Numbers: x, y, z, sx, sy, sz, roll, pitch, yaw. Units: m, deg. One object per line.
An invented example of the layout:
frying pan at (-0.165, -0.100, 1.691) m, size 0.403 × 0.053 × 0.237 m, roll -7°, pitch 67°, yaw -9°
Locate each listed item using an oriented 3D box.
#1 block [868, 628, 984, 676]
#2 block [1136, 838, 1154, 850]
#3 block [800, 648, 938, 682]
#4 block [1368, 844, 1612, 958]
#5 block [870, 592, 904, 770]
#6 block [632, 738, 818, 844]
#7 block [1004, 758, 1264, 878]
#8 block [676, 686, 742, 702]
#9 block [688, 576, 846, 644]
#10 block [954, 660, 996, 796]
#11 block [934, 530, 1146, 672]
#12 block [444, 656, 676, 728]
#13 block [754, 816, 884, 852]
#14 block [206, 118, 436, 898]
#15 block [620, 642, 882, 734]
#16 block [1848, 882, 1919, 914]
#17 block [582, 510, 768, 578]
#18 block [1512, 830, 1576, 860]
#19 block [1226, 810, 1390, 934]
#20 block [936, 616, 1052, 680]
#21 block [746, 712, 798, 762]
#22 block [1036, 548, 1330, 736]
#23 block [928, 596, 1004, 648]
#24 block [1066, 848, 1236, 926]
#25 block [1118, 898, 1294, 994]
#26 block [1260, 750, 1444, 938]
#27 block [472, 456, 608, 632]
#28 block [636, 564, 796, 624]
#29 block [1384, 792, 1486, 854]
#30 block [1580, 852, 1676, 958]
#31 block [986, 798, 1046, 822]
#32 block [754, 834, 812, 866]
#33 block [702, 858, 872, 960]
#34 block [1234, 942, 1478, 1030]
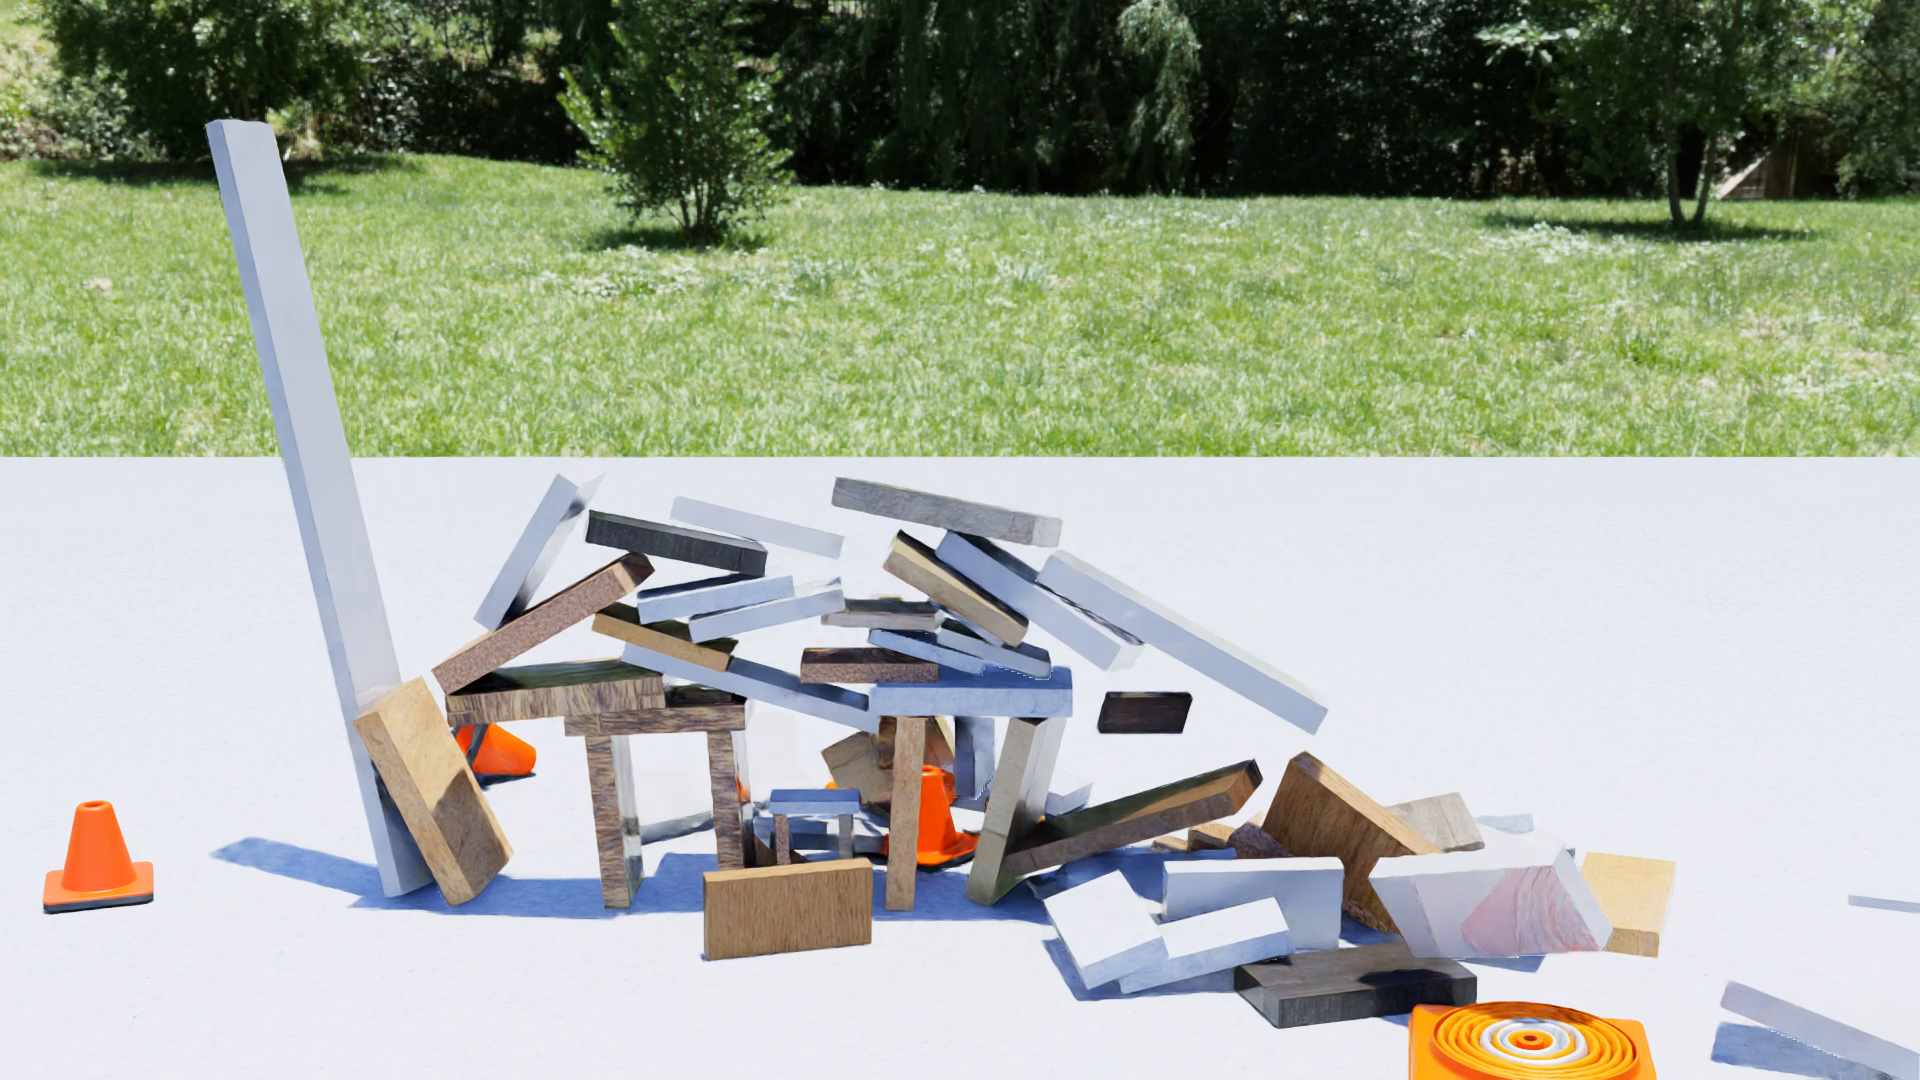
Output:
block at (-0.055, 0.171, 3.590) m, size 0.189 × 0.027 × 0.094 m, roll 16°, pitch 10°, yaw -3°
block at (0.298, 0.526, 3.930) m, size 0.107 × 0.030 × 0.214 m, roll -3°, pitch 11°, yaw -15°
block at (-0.147, 0.205, 3.601) m, size 0.223 × 0.032 × 0.112 m, roll 0°, pitch 11°, yaw -1°
block at (0.735, 0.507, 3.068) m, size 0.305 × 0.153 × 0.043 m, roll -14°, pitch 25°, yaw 46°
block at (-0.129, 0.244, 3.840) m, size 0.042 × 0.295 × 0.148 m, roll 0°, pitch 2°, yaw -9°
block at (-0.465, 0.462, 4.079) m, size 0.388 × 0.042 × 0.148 m, roll -9°, pitch 39°, yaw -39°
block at (0.277, 0.449, 3.541) m, size 0.418 × 0.039 × 0.137 m, roll -21°, pitch 7°, yaw 30°
block at (-0.406, 0.249, 3.566) m, size 0.095 × 0.014 × 0.048 m, roll 1°, pitch 4°, yaw 15°
block at (-0.308, 0.111, 3.540) m, size 0.248 × 0.035 × 0.124 m, roll -12°, pitch 9°, yaw -2°
block at (0.025, 0.307, 3.817) m, size 0.035 × 0.246 × 0.123 m, roll 5°, pitch 19°, yaw 18°
block at (0.130, 0.096, 3.532) m, size 0.337 × 0.048 × 0.169 m, roll 34°, pitch 9°, yaw 16°
block at (-0.647, 0.242, 3.585) m, size 0.347 × 0.049 × 0.174 m, roll -5°, pitch 11°, yaw -1°
block at (-0.245, 0.510, 3.812) m, size 0.205 × 0.029 × 0.103 m, roll 5°, pitch 7°, yaw -22°
block at (-1.052, -0.055, 3.663) m, size 0.035 × 1.303 × 0.123 m, roll -12°, pitch 1°, yaw 24°
block at (-0.338, 0.228, 3.587) m, size 0.428 × 0.032 × 0.112 m, roll 17°, pitch 9°, yaw -7°
block at (1.531, 0.590, 3.617) m, size 0.128 × 0.018 × 0.064 m, roll 4°, pitch 11°, yaw 22°
block at (-0.461, 0.004, 3.548) m, size 0.286 × 0.041 × 0.143 m, roll 11°, pitch 4°, yaw -12°
block at (0.827, 0.551, 3.797) m, size 0.466 × 0.030 × 0.107 m, roll -3°, pitch 11°, yaw -16°
block at (0.590, 0.540, 3.591) m, size 0.292 × 0.041 × 0.146 m, roll 23°, pitch 19°, yaw 21°
block at (0.054, 0.175, 3.596) m, size 0.189 × 0.027 × 0.094 m, roll 19°, pitch 10°, yaw -5°
block at (-0.382, 0.428, 4.463) m, size 0.103 × 0.029 × 0.493 m, roll -1°, pitch 11°, yaw -5°
block at (0.359, 0.160, 3.525) m, size 0.497 × 0.048 × 0.169 m, roll 29°, pitch 7°, yaw 6°
block at (0.017, 0.122, 3.577) m, size 0.142 × 0.020 × 0.071 m, roll 33°, pitch 14°, yaw 5°
block at (0.309, 0.562, 3.508) m, size 0.274 × 0.039 × 0.137 m, roll -4°, pitch 35°, yaw 3°
block at (0.359, 0.606, 3.293) m, size 0.259 × 0.037 × 0.130 m, roll -14°, pitch 12°, yaw 2°
block at (0.626, 0.482, 3.456) m, size 0.305 × 0.153 × 0.043 m, roll 37°, pitch 40°, yaw 28°
block at (-0.672, 0.006, 3.527) m, size 0.041 × 0.286 × 0.143 m, roll 33°, pitch 16°, yaw 1°
block at (-0.395, 0.087, 3.541) m, size 0.248 × 0.035 × 0.124 m, roll -10°, pitch 8°, yaw -8°
block at (0.775, 0.494, 3.655) m, size 0.157 × 0.044 × 0.314 m, roll -13°, pitch 6°, yaw 7°
block at (1.073, 0.588, 3.569) m, size 0.146 × 0.041 × 0.360 m, roll 4°, pitch 11°, yaw 21°
block at (0.103, 0.506, 4.061) m, size 0.078 × 0.022 × 0.157 m, roll -2°, pitch 11°, yaw -12°
block at (-0.313, 0.545, 3.778) m, size 0.014 × 0.048 × 0.261 m, roll 15°, pitch 1°, yaw -32°
block at (-0.266, 0.571, 3.408) m, size 0.259 × 0.130 × 0.037 m, roll -3°, pitch 15°, yaw -16°
block at (0.579, 0.649, 3.227) m, size 0.314 × 0.044 × 0.157 m, roll -3°, pitch 11°, yaw -16°
